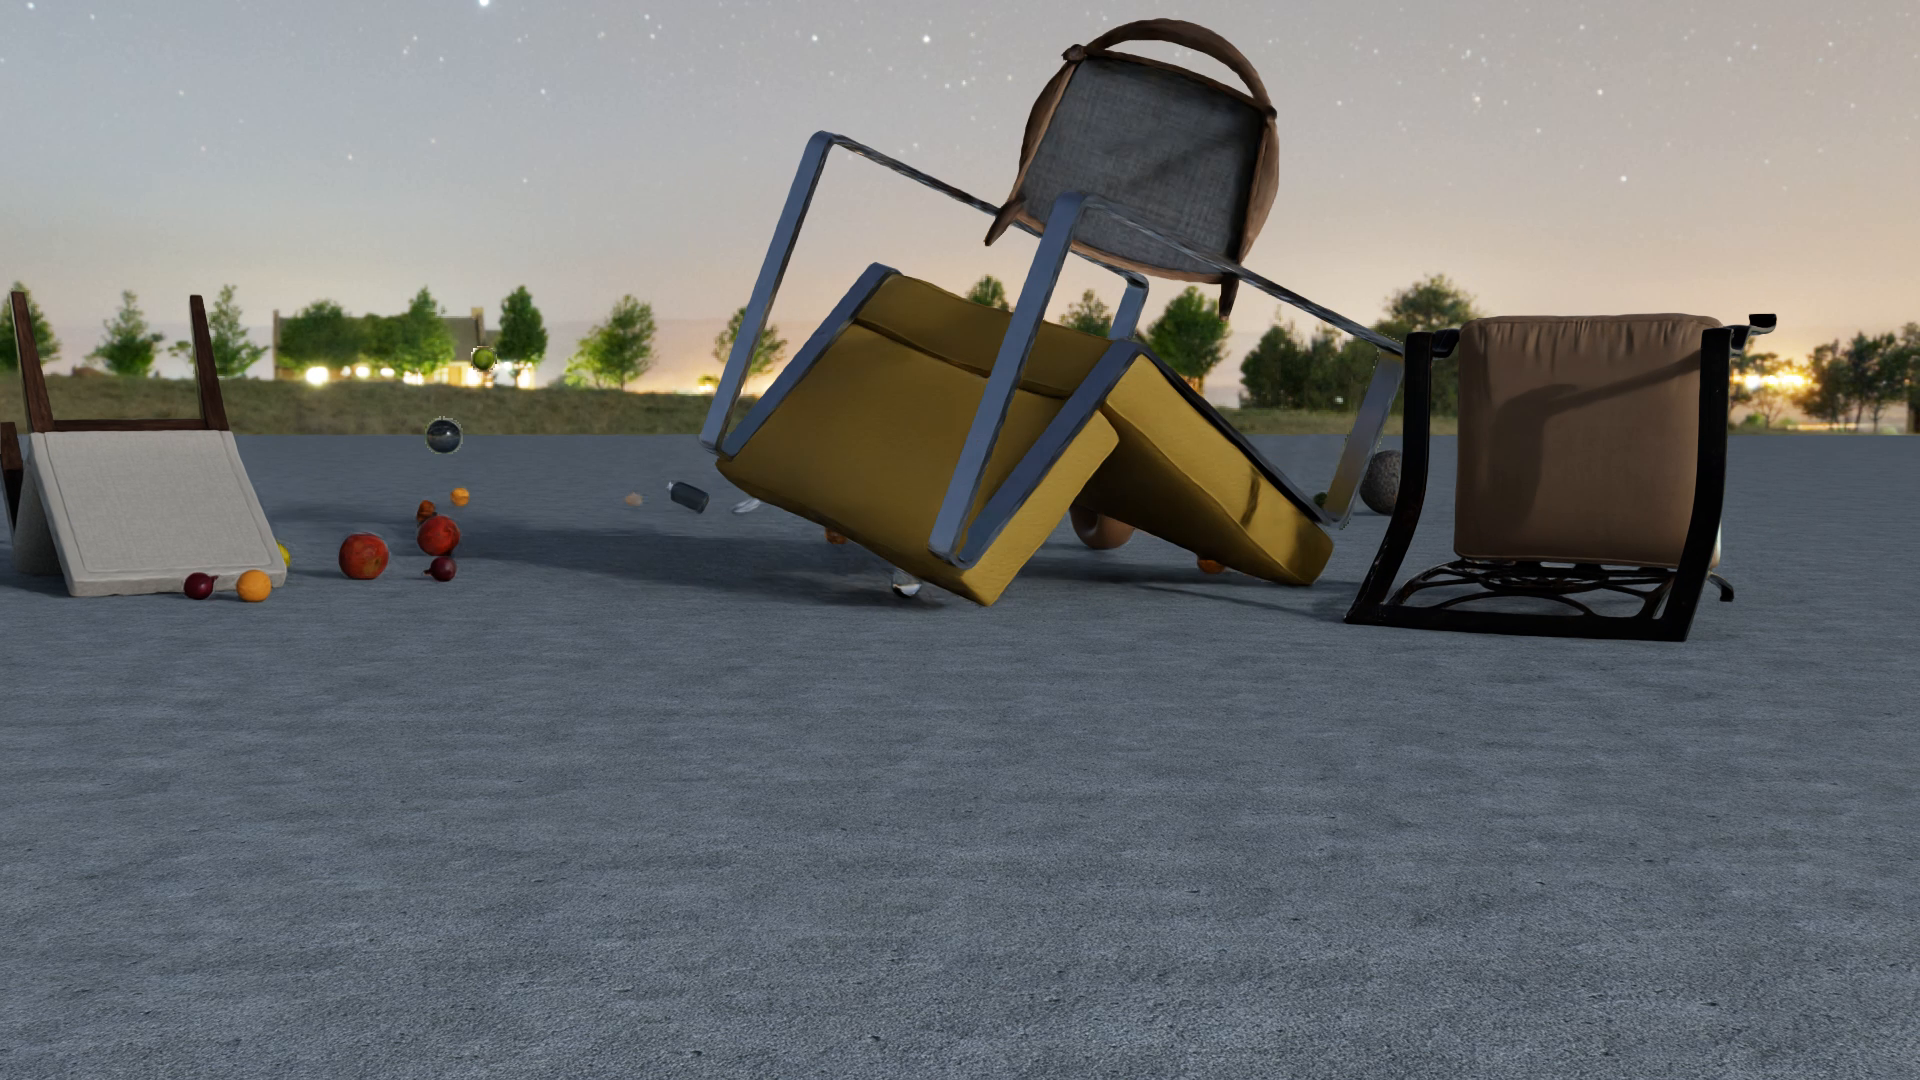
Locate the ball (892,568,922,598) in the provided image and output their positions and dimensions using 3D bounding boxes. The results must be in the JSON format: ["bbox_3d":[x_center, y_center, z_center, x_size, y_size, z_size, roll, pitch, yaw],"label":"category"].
[{"bbox_3d":[-0.115,0.092,4.728,0.065,0.065,0.065,0,4,0],"label":"ball"}]

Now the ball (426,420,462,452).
[{"bbox_3d":[-1.495,-0.301,6.368,0.098,0.098,0.098,0,4,0],"label":"ball"}]

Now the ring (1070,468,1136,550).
[{"bbox_3d":[0.402,-0.088,6.179,0.118,0.231,0.242,-4,17,-26],"label":"ring"}]

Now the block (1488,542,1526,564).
[{"bbox_3d":[1.409,0.034,5.671,0.050,0.054,0.081,-4,6,-35],"label":"block"}]

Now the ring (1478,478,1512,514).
[{"bbox_3d":[1.925,-0.156,7.911,0.047,0.137,0.157,-28,-8,-20],"label":"ring"}]

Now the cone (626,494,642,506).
[{"bbox_3d":[-1.262,-0.145,8.485,0.071,0.056,0.041,-25,-19,-35],"label":"cone"}]

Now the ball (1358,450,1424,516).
[{"bbox_3d":[1.533,-0.204,7.830,0.231,0.231,0.231,0,4,0],"label":"ball"}]

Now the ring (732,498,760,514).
[{"bbox_3d":[-0.770,-0.121,7.914,0.116,0.029,0.089,-27,19,-38],"label":"ring"}]
